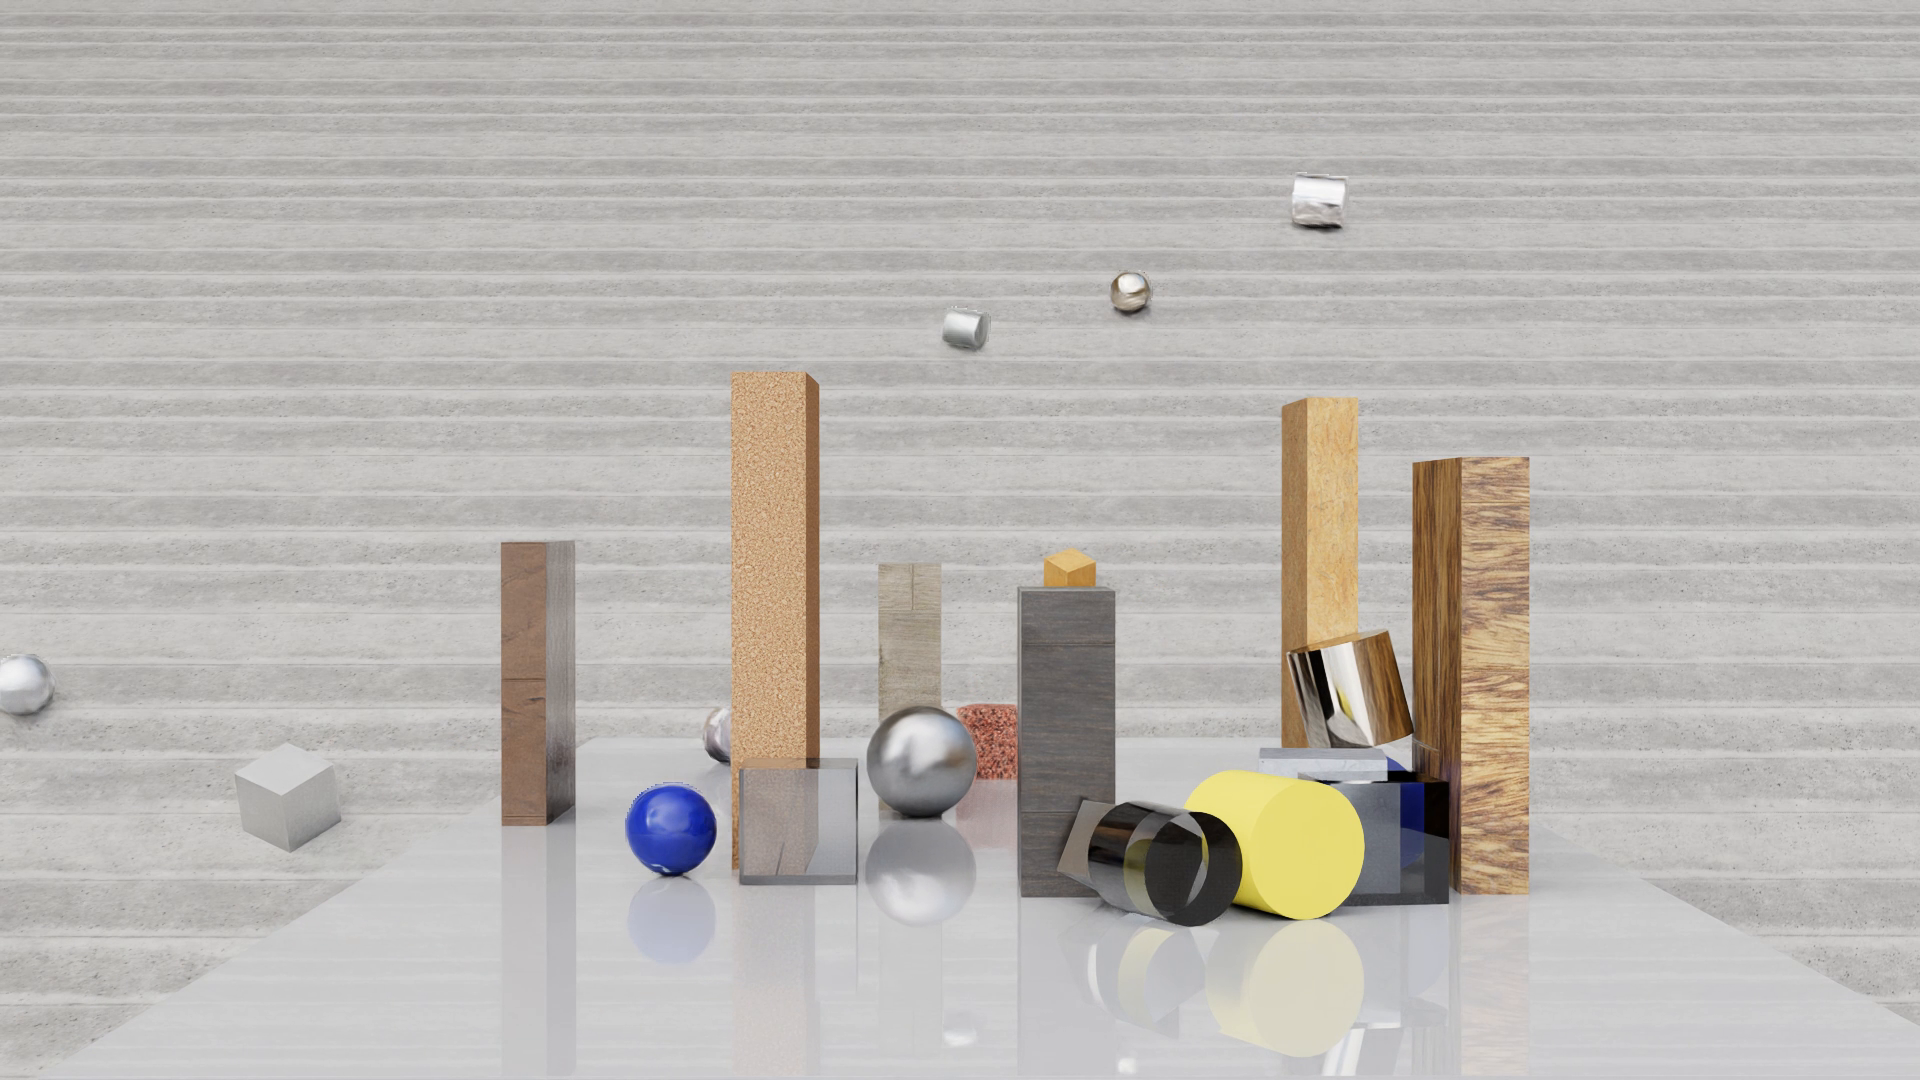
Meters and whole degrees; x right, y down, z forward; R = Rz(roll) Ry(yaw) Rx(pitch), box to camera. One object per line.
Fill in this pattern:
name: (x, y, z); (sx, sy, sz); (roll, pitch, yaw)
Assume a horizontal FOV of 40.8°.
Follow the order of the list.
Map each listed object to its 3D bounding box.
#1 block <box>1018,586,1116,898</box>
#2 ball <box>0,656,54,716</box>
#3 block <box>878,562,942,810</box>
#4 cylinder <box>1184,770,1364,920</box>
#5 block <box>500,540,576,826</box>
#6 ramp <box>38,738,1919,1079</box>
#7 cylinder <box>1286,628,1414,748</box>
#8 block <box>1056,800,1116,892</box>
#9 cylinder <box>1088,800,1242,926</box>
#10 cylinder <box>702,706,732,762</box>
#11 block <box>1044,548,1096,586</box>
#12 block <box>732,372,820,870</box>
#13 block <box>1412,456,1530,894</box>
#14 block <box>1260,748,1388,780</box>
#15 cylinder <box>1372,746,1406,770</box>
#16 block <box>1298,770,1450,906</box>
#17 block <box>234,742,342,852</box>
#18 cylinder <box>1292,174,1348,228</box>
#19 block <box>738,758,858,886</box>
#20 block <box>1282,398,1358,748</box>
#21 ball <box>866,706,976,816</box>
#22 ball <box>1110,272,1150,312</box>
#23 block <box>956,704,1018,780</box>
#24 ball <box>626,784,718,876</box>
block: (0.161, 0.303, 3.969); (0.140, 0.456, 0.255); (0, 1, 0)
ball: (-2.487, 0.386, 6.858); (0.159, 0.159, 0.159); (0, 28, 0)
block: (-0.097, 0.283, 5.133); (0.120, 0.474, 0.297); (0, 1, 0)
cylinder: (0.445, 0.436, 3.718); (0.194, 0.194, 0.194); (-15, 7, -25)
block: (-0.799, 0.262, 4.913); (0.082, 0.520, 0.365); (0, 1, 0)
ramp: (0.064, 0.575, 4.618); (2.000, 0.100, 4.000); (0, 1, 0)
cylinder: (0.642, 0.250, 4.253); (0.173, 0.173, 0.173); (-14, 0, 0)
block: (0.234, 0.458, 3.775); (0.112, 0.112, 0.112); (30, -16, -30)
cylinder: (0.288, 0.454, 3.641); (0.159, 0.159, 0.159); (-15, 7, -25)
cylinder: (-0.500, 0.449, 5.928); (0.128, 0.128, 0.128); (1, 22, 44)
block: (0.315, 0.103, 7.436); (0.105, 0.105, 0.105); (-20, 34, -32)
block: (-0.307, 0.128, 4.351); (0.120, 0.799, 0.411); (0, 1, 0)
block: (0.801, 0.201, 4.078); (0.101, 0.655, 0.422); (0, 1, 0)
block: (0.568, 0.432, 4.054); (0.194, 0.194, 0.194); (0, 1, 7)
cylinder: (0.653, 0.434, 4.245); (0.188, 0.188, 0.188); (1, 1, 2)
block: (0.613, 0.442, 3.850); (0.179, 0.179, 0.179); (0, 1, -8)
block: (-1.660, 0.636, 6.386); (0.170, 0.170, 0.170); (18, 33, 30)
cylinder: (1.382, -1.300, 9.931); (0.189, 0.189, 0.189); (7, 29, 11)
block: (-0.251, 0.440, 4.059); (0.179, 0.179, 0.179); (0, 1, -1)
block: (0.625, 0.142, 4.511); (0.085, 0.766, 0.344); (0, 1, 0)
ball: (-0.073, 0.418, 4.882); (0.209, 0.209, 0.209); (0, 28, 0)
ball: (0.606, -0.885, 9.219); (0.144, 0.144, 0.144); (0, 28, 0)
block: (0.084, 0.440, 5.663); (0.150, 0.150, 0.150); (0, 1, 14)
ball: (-0.456, 0.459, 4.090); (0.143, 0.143, 0.143); (0, 28, 0)
